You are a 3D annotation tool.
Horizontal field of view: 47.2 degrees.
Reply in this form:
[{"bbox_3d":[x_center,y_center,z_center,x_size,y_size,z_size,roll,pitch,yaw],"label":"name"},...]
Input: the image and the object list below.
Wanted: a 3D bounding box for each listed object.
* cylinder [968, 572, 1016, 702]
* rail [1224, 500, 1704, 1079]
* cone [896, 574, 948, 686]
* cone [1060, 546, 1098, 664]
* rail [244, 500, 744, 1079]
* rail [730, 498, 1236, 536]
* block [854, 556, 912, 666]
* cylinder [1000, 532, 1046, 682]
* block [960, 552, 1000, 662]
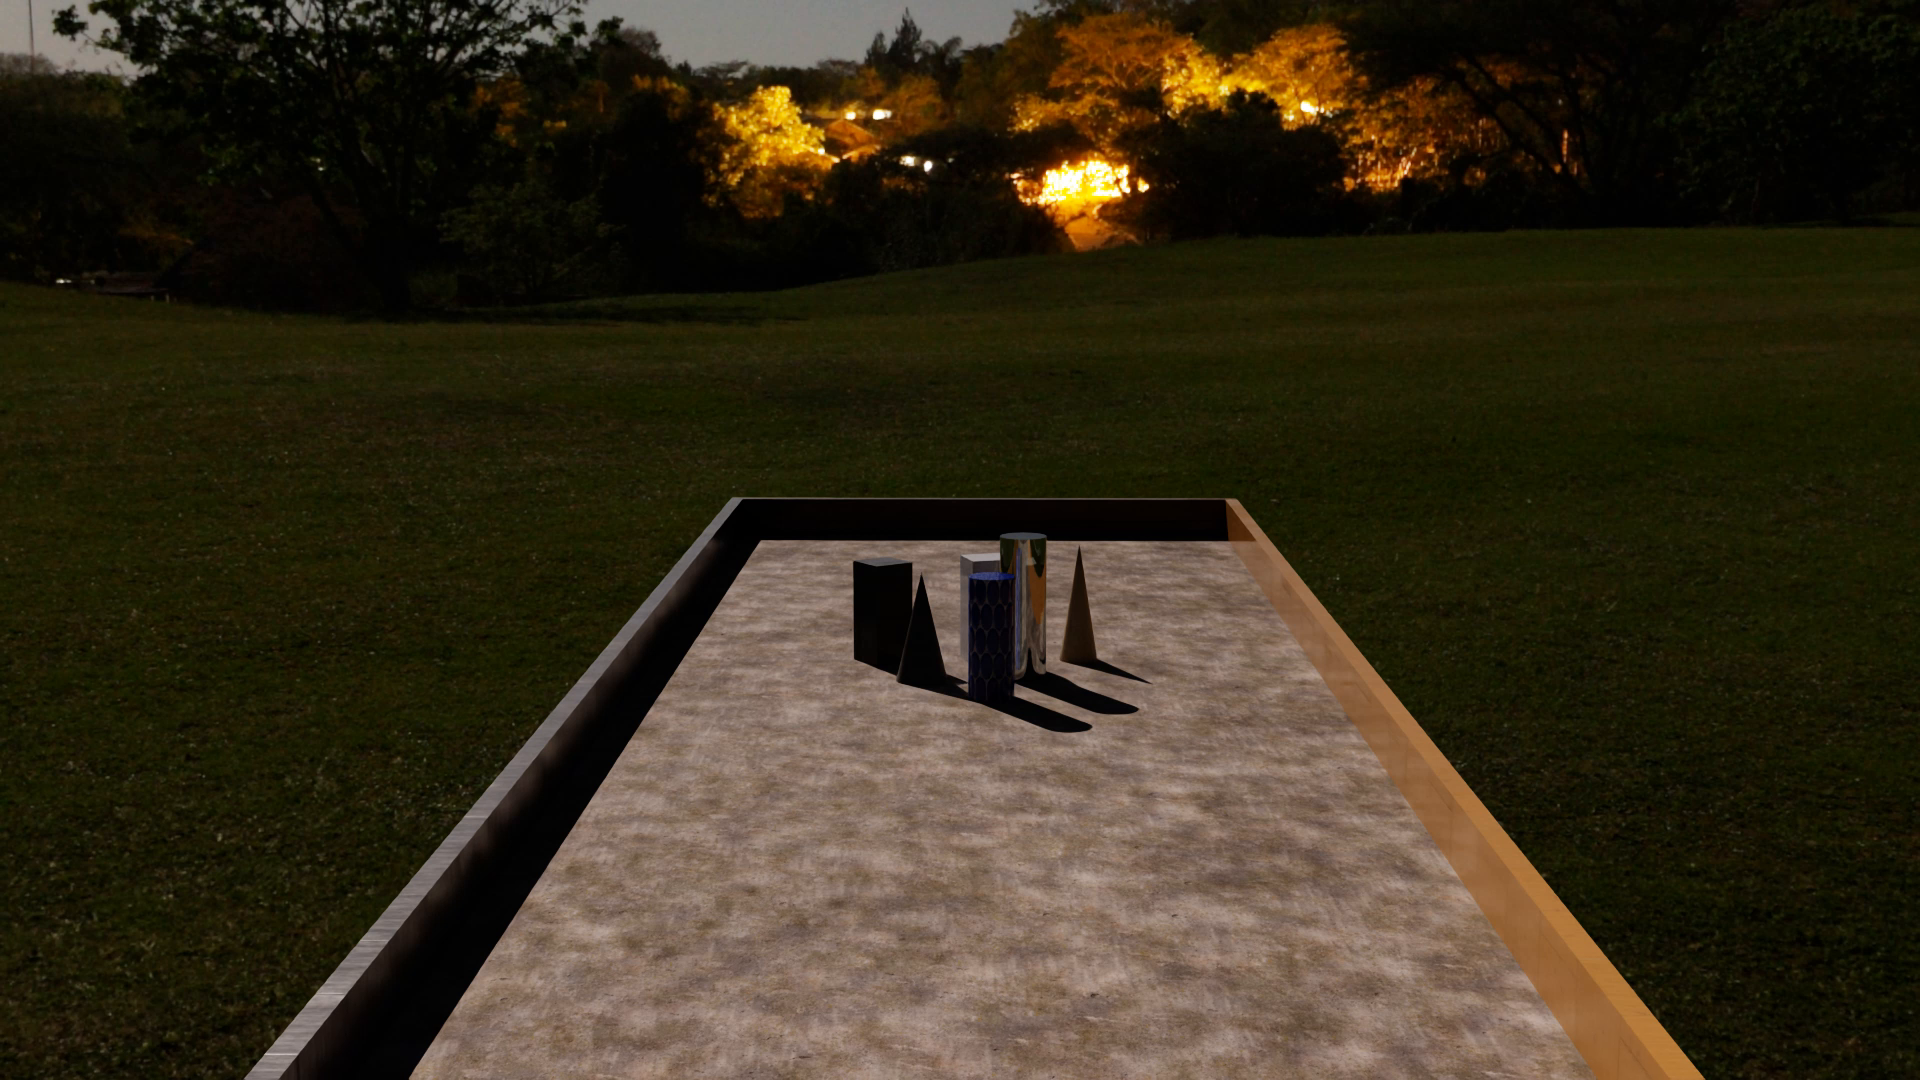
[{"bbox_3d":[0.089,0.273,6.178,0.131,0.348,0.131,0,9,0],"label":"cylinder"},{"bbox_3d":[1.046,0.843,3.208,0.050,0.150,12.000,0,9,1],"label":"rail"},{"bbox_3d":[-0.111,0.251,6.401,0.151,0.321,0.151,0,9,0],"label":"cone"},{"bbox_3d":[0.361,0.187,6.680,0.117,0.360,0.117,0,9,0],"label":"cone"},{"bbox_3d":[-1.004,0.839,3.234,0.050,0.150,12.000,0,9,1],"label":"rail"},{"bbox_3d":[0.099,-0.098,9.147,2.100,0.150,0.050,0,9,1],"label":"rail"},{"bbox_3d":[-0.234,0.216,6.675,0.129,0.305,0.129,-6,11,-35],"label":"block"},{"bbox_3d":[0.184,0.195,6.443,0.137,0.418,0.137,0,9,0],"label":"cylinder"},{"bbox_3d":[0.081,0.209,6.671,0.128,0.319,0.128,-3,9,-17],"label":"block"}]
